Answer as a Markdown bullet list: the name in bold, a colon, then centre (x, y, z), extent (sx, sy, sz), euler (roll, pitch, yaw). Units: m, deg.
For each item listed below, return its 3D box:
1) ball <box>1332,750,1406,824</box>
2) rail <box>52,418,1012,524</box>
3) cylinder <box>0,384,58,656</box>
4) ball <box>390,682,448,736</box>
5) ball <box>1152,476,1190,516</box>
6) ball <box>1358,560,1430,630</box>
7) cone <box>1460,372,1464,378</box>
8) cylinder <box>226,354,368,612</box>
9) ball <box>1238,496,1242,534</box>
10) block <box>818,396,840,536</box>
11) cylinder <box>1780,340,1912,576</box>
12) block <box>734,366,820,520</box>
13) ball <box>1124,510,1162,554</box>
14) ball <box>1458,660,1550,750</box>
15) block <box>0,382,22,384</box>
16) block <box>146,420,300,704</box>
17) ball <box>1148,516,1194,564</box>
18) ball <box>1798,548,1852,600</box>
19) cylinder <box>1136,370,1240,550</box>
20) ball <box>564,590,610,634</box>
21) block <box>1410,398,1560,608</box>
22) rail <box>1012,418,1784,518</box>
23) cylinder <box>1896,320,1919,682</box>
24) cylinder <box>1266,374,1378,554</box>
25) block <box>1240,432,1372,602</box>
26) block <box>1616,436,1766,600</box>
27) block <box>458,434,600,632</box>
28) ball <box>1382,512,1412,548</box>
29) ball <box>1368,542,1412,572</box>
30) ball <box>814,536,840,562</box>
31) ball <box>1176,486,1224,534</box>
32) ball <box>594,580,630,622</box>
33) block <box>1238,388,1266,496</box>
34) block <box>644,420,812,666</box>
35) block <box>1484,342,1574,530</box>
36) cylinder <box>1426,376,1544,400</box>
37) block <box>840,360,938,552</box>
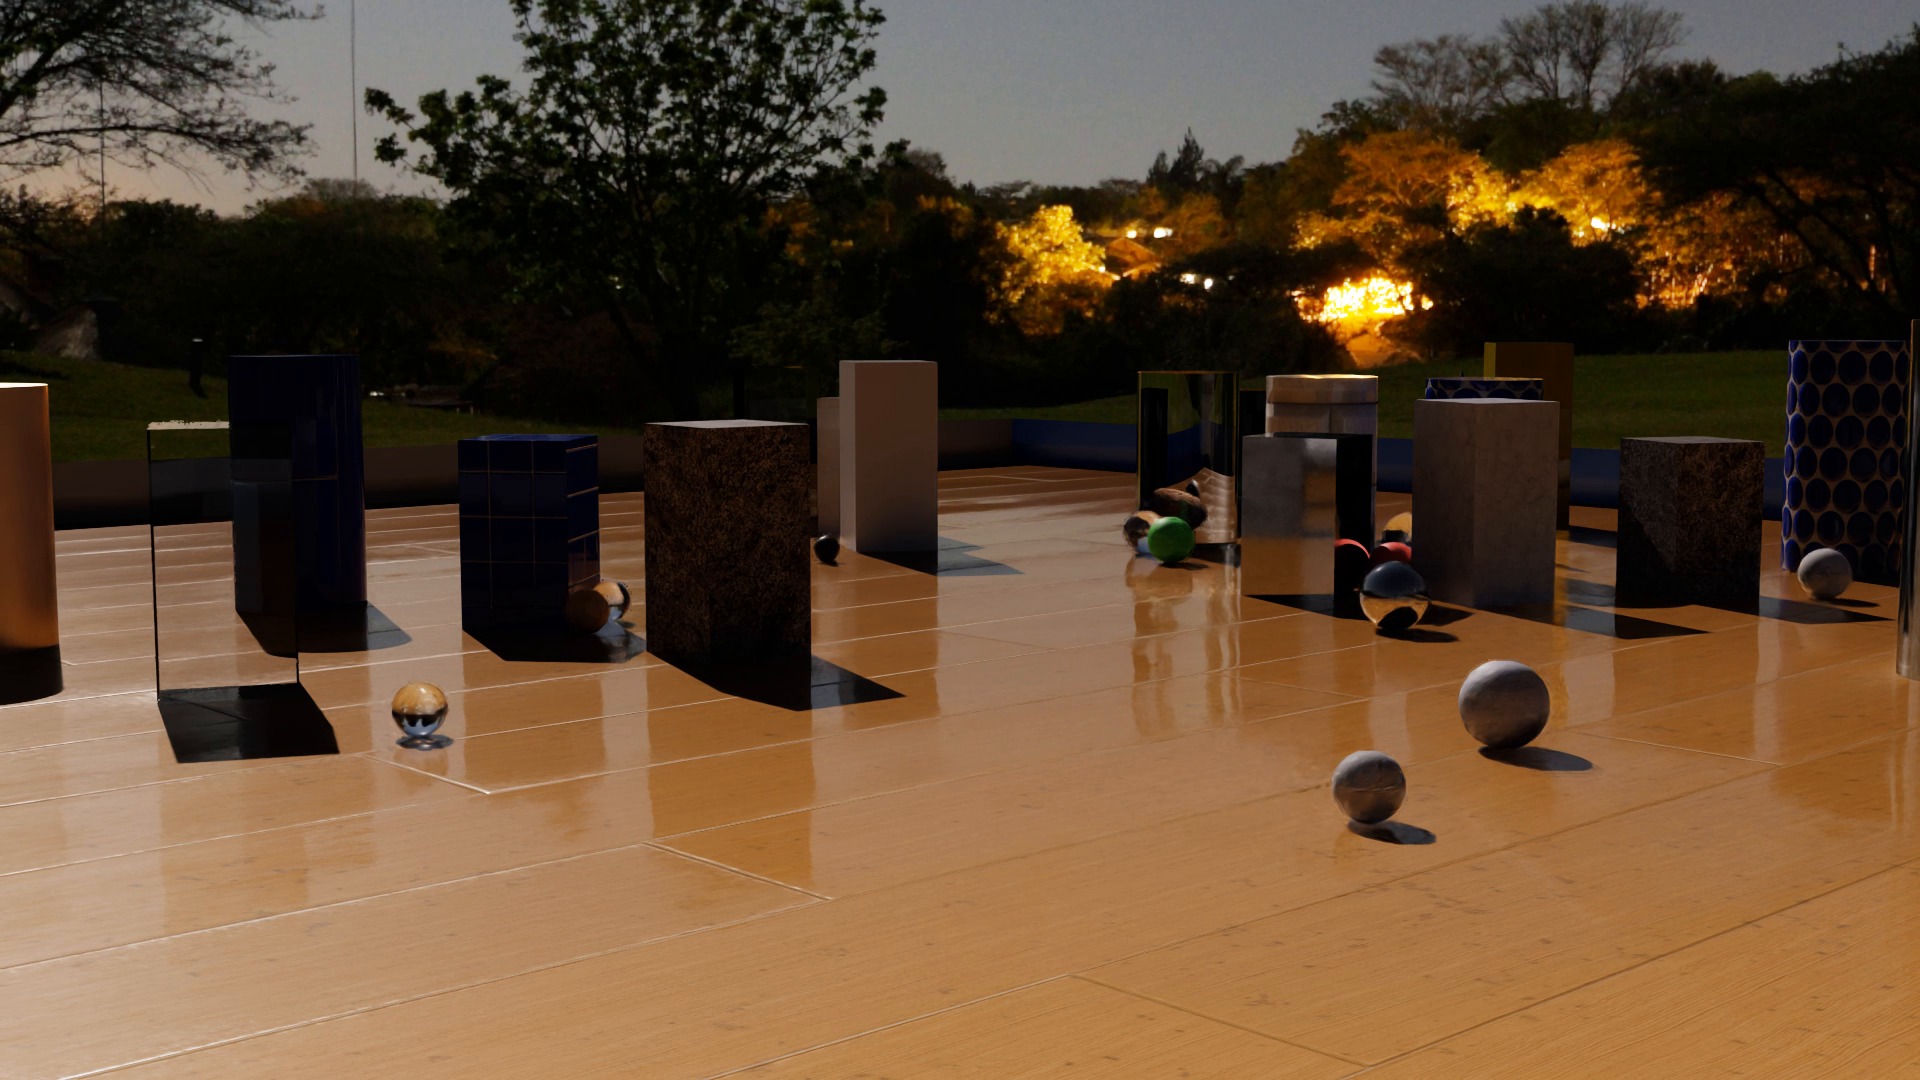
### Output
- **ball**: centre (0.355, 0.214, 1.908), extent (0.064, 0.064, 0.064), euler (0, 6, 0)
- **rail**: centre (-1.459, -0.133, 4.905), extent (4.431, 0.125, 0.045), euler (-6, 8, -42)
- **cylinder**: centre (-1.295, -0.030, 2.891), extent (0.193, 0.345, 0.193), euler (0, 6, 0)
- **ball**: centre (-0.564, 0.177, 2.295), extent (0.058, 0.058, 0.058), euler (0, 6, 0)
- **ball**: centre (0.456, -0.094, 4.733), extent (0.085, 0.085, 0.085), euler (0, 6, 0)
- **ball**: centre (0.603, 0.077, 3.055), extent (0.096, 0.096, 0.096), euler (0, 6, 0)
- **cone**: centre (0.921, -0.148, 4.051), extent (0.193, 0.336, 0.193), euler (0, 6, 0)
- **cylinder**: centre (-1.000, -0.091, 3.321), extent (0.193, 0.375, 0.193), euler (0, 6, 0)
- **ball**: centre (0.560, -0.049, 4.354), extent (0.075, 0.075, 0.075), euler (0, 6, 0)
- **block**: centre (-0.175, -0.146, 4.347), extent (0.154, 0.271, 0.154), euler (3, 7, 29)
- **cylinder**: centre (1.505, -0.143, 3.741), extent (0.193, 0.391, 0.193), euler (0, 6, 0)
- **block**: centre (-0.388, -0.207, 4.681), extent (0.154, 0.321, 0.154), euler (1, 6, 7)
- **ball**: centre (0.338, -0.014, 3.993), extent (0.081, 0.081, 0.081), euler (0, 6, 0)
- **ball**: centre (0.552, 0.167, 2.230), extent (0.091, 0.091, 0.091), euler (0, 6, 0)
- **block**: centre (-1.555, -0.075, 3.384), extent (0.154, 0.331, 0.154), euler (3, 7, 25)
- **block**: centre (-0.858, 0.021, 2.564), extent (0.154, 0.311, 0.154), euler (-2, 6, -18)
- **ball**: centre (0.370, 0.000, 3.861), extent (0.082, 0.082, 0.082), euler (0, 6, 0)
- **ball**: centre (1.331, 0.052, 3.384), extent (0.078, 0.078, 0.078), euler (0, 6, 0)
- **cylinder**: centre (0.429, -0.153, 4.147), extent (0.193, 0.326, 0.193), euler (0, 6, 0)
- **ball**: centre (-0.512, 0.098, 3.019), extent (0.062, 0.062, 0.062), euler (0, 6, 0)
- **block**: centre (0.803, -0.061, 3.372), extent (0.154, 0.305, 0.154), euler (-3, 7, -24)
- **rail**: centre (1.611, -0.123, 4.810), extent (0.045, 0.125, 4.350), euler (-6, 8, -42)
- **cylinder**: centre (1.241, -0.049, 2.647), extent (0.193, 0.432, 0.193), euler (0, 6, 0)
- **cylinder**: centre (0.629, -0.121, 3.837), extent (0.193, 0.328, 0.193), euler (0, 6, 0)
- **block**: centre (0.543, -0.040, 3.446), extent (0.154, 0.248, 0.154), euler (4, 7, 31)
- **block**: centre (1.142, -0.037, 3.445), extent (0.154, 0.241, 0.154), euler (-2, 6, -17)
- **block**: centre (-0.608, -0.013, 3.116), extent (0.154, 0.264, 0.154), euler (1, 6, 7)
- **ball**: centre (0.780, -0.002, 3.825), extent (0.092, 0.092, 0.092), euler (0, 6, 0)
- **ball**: centre (0.681, 0.043, 3.456), extent (0.080, 0.080, 0.080), euler (0, 6, 0)
- **ball**: centre (-0.235, 0.015, 3.879), extent (0.047, 0.047, 0.047), euler (0, 6, 0)
- **ball**: centre (0.477, -0.061, 4.378), extent (0.094, 0.094, 0.094), euler (0, 6, 0)
- **ball**: centre (-0.500, 0.087, 3.138), extent (0.059, 0.059, 0.059), euler (0, 6, 0)
- **block**: centre (0.607, -0.163, 4.454), extent (0.154, 0.282, 0.154), euler (1, 6, 11)
- **block**: centre (-0.301, -0.002, 2.841), extent (0.154, 0.298, 0.154), euler (-5, 8, -39)
- **block**: centre (1.158, -0.215, 4.498), extent (0.154, 0.376, 0.154), euler (1, 6, 5)
- **cylinder**: centre (0.878, -0.107, 3.697), extent (0.193, 0.328, 0.193), euler (0, 6, 0)
- **block**: centre (-0.134, -0.159, 4.102), extent (0.154, 0.347, 0.154), euler (-1, 6, -14)
